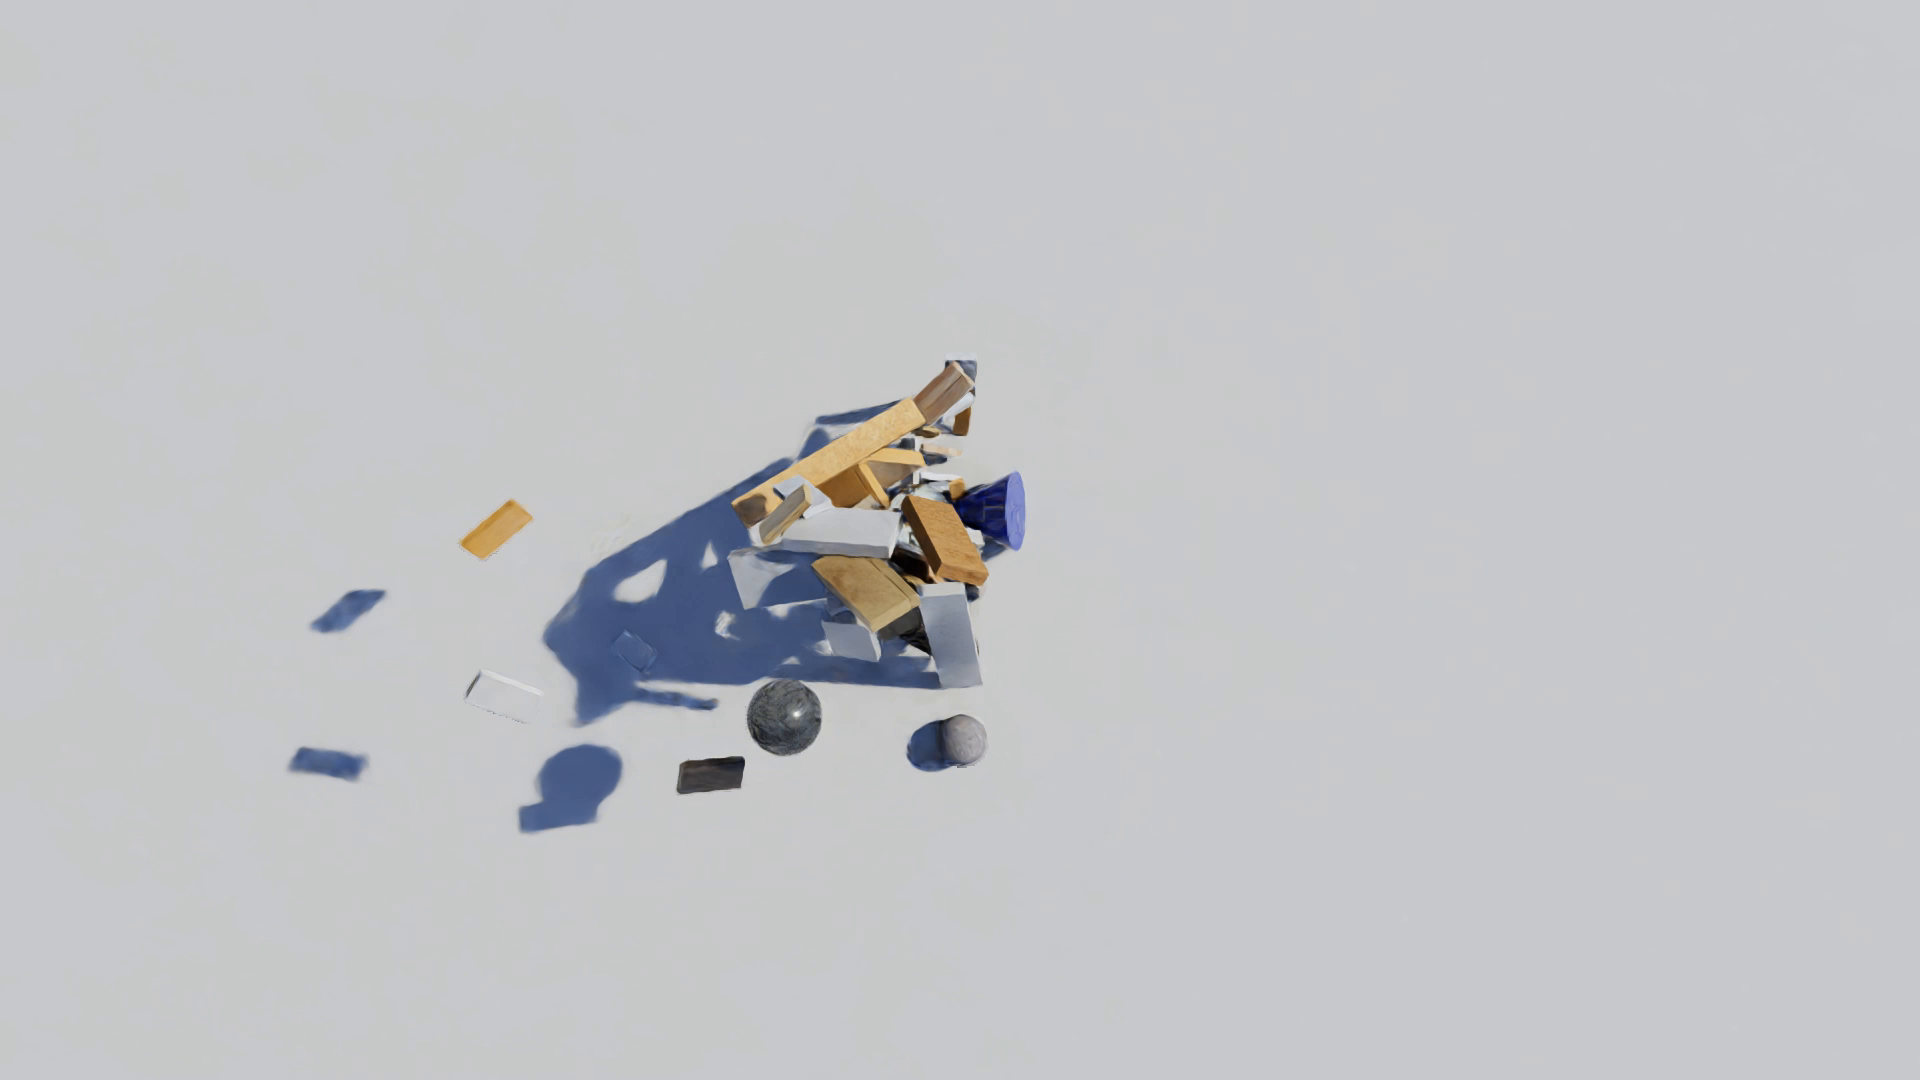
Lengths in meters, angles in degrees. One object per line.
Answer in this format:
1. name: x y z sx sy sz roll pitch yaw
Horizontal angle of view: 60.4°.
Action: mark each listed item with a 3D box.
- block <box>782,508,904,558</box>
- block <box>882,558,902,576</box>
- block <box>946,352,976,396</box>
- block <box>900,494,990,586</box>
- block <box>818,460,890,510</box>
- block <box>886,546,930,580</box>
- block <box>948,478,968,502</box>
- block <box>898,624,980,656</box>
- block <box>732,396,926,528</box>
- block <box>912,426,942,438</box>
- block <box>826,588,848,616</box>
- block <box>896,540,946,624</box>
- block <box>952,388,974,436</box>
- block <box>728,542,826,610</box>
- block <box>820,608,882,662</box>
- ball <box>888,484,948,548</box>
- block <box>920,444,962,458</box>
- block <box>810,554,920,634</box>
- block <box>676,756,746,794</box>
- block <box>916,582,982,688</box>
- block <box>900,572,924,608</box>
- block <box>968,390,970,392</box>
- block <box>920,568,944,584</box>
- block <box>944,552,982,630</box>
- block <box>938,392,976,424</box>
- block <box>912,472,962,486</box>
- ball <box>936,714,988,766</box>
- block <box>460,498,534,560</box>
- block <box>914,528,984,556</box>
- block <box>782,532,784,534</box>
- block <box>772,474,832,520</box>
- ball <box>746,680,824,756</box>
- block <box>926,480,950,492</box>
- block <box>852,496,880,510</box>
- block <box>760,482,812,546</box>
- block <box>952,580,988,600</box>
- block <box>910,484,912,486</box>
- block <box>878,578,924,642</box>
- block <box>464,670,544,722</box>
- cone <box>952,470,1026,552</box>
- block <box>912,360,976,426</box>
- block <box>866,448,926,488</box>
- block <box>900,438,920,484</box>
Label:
1. block: -0.326 -0.025 4.597 0.309 0.154 0.044 4 129 14
2. block: -0.280 0.076 4.753 0.206 0.029 0.103 29 123 -21
3. block: 0.002 -0.520 5.260 0.097 0.482 0.027 0 81 0
4. block: -0.044 -0.002 4.532 0.154 0.309 0.044 13 122 -33
5. block: -0.317 -0.120 5.031 0.174 0.049 0.347 -37 79 28
6. block: -0.159 0.061 4.767 0.146 0.073 0.021 19 47 14
7. block: -0.008 -0.165 5.449 0.054 0.107 0.015 -19 59 -1
8. block: -0.065 0.318 5.226 0.144 0.287 0.041 -10 68 24
9. block: -0.392 -0.234 4.962 0.632 0.026 0.091 -32 82 -12
10. block: -0.110 -0.352 5.383 0.049 0.099 0.014 -21 71 35
11. block: -0.337 0.133 4.587 0.073 0.021 0.146 -21 53 16
12. block: -0.135 0.128 4.984 0.144 0.041 0.287 -30 111 35
13. block: 0.010 -0.427 5.378 0.049 0.275 0.014 2 58 -3
14. block: -0.476 0.091 4.701 0.339 0.048 0.170 -8 114 16
15. block: -0.313 0.277 4.762 0.136 0.273 0.039 8 66 8
16. ball: -0.119 -0.071 4.854 0.185 0.185 0.185 0 90 0
17. block: -0.078 -0.294 5.424 0.154 0.077 0.022 8 87 -35
18. block: -0.259 0.119 4.496 0.154 0.044 0.309 -32 45 -19
19. block: -0.731 0.689 4.837 0.193 0.027 0.096 -2 118 -31
20. block: -0.025 0.305 5.080 0.136 0.886 0.039 -5 68 2
21. block: -0.137 0.154 4.889 0.103 0.206 0.029 -2 64 29
22. block: -0.012 -0.456 5.282 0.099 0.014 0.050 -27 117 33
23. block: -0.103 0.097 4.853 0.146 0.073 0.021 43 70 -31
24. block: 0.003 0.159 5.225 0.125 0.035 0.250 2 88 0
25. block: -0.042 -0.431 5.170 0.097 0.194 0.027 36 128 14
26. block: -0.080 -0.197 5.425 0.154 0.077 0.022 4 74 -32
27. ball: 0.007 0.657 5.417 0.167 0.167 0.167 0 90 0
28. block: -1.324 -0.030 4.719 0.193 0.096 0.027 -40 60 0
29. block: -0.112 0.003 5.198 0.174 0.410 0.049 -26 69 30
30. block: -0.497 -0.012 5.024 0.048 0.170 0.339 8 80 -22
31. block: -0.448 -0.124 4.685 0.091 0.182 0.026 -25 128 -24
32. ball: -0.495 0.502 4.660 0.217 0.217 0.217 0 90 0
33. block: -0.091 -0.169 5.364 0.107 0.054 0.015 -11 115 -8
34. block: -0.364 -0.016 4.846 0.048 0.339 0.170 46 116 1
35. block: -0.487 -0.070 4.598 0.182 0.091 0.026 -42 120 17
36. block: 0.012 0.108 5.057 0.144 0.287 0.041 35 83 8
37. block: -0.117 -0.158 5.450 0.107 0.054 0.015 30 111 -8
38. block: -0.192 0.209 4.855 0.136 0.273 0.039 -26 66 -4
39. block: -1.266 0.433 4.585 0.193 0.027 0.096 27 108 -33
40. cone: 0.055 -0.094 5.409 0.266 0.266 0.266 -1 90 16
41. block: -0.054 -0.447 5.041 0.194 0.027 0.097 -42 88 27
42. block: -0.278 -0.229 5.225 0.174 0.347 0.049 -28 74 29
43. block: -0.162 -0.257 5.388 0.022 0.077 0.154 1 92 -34
